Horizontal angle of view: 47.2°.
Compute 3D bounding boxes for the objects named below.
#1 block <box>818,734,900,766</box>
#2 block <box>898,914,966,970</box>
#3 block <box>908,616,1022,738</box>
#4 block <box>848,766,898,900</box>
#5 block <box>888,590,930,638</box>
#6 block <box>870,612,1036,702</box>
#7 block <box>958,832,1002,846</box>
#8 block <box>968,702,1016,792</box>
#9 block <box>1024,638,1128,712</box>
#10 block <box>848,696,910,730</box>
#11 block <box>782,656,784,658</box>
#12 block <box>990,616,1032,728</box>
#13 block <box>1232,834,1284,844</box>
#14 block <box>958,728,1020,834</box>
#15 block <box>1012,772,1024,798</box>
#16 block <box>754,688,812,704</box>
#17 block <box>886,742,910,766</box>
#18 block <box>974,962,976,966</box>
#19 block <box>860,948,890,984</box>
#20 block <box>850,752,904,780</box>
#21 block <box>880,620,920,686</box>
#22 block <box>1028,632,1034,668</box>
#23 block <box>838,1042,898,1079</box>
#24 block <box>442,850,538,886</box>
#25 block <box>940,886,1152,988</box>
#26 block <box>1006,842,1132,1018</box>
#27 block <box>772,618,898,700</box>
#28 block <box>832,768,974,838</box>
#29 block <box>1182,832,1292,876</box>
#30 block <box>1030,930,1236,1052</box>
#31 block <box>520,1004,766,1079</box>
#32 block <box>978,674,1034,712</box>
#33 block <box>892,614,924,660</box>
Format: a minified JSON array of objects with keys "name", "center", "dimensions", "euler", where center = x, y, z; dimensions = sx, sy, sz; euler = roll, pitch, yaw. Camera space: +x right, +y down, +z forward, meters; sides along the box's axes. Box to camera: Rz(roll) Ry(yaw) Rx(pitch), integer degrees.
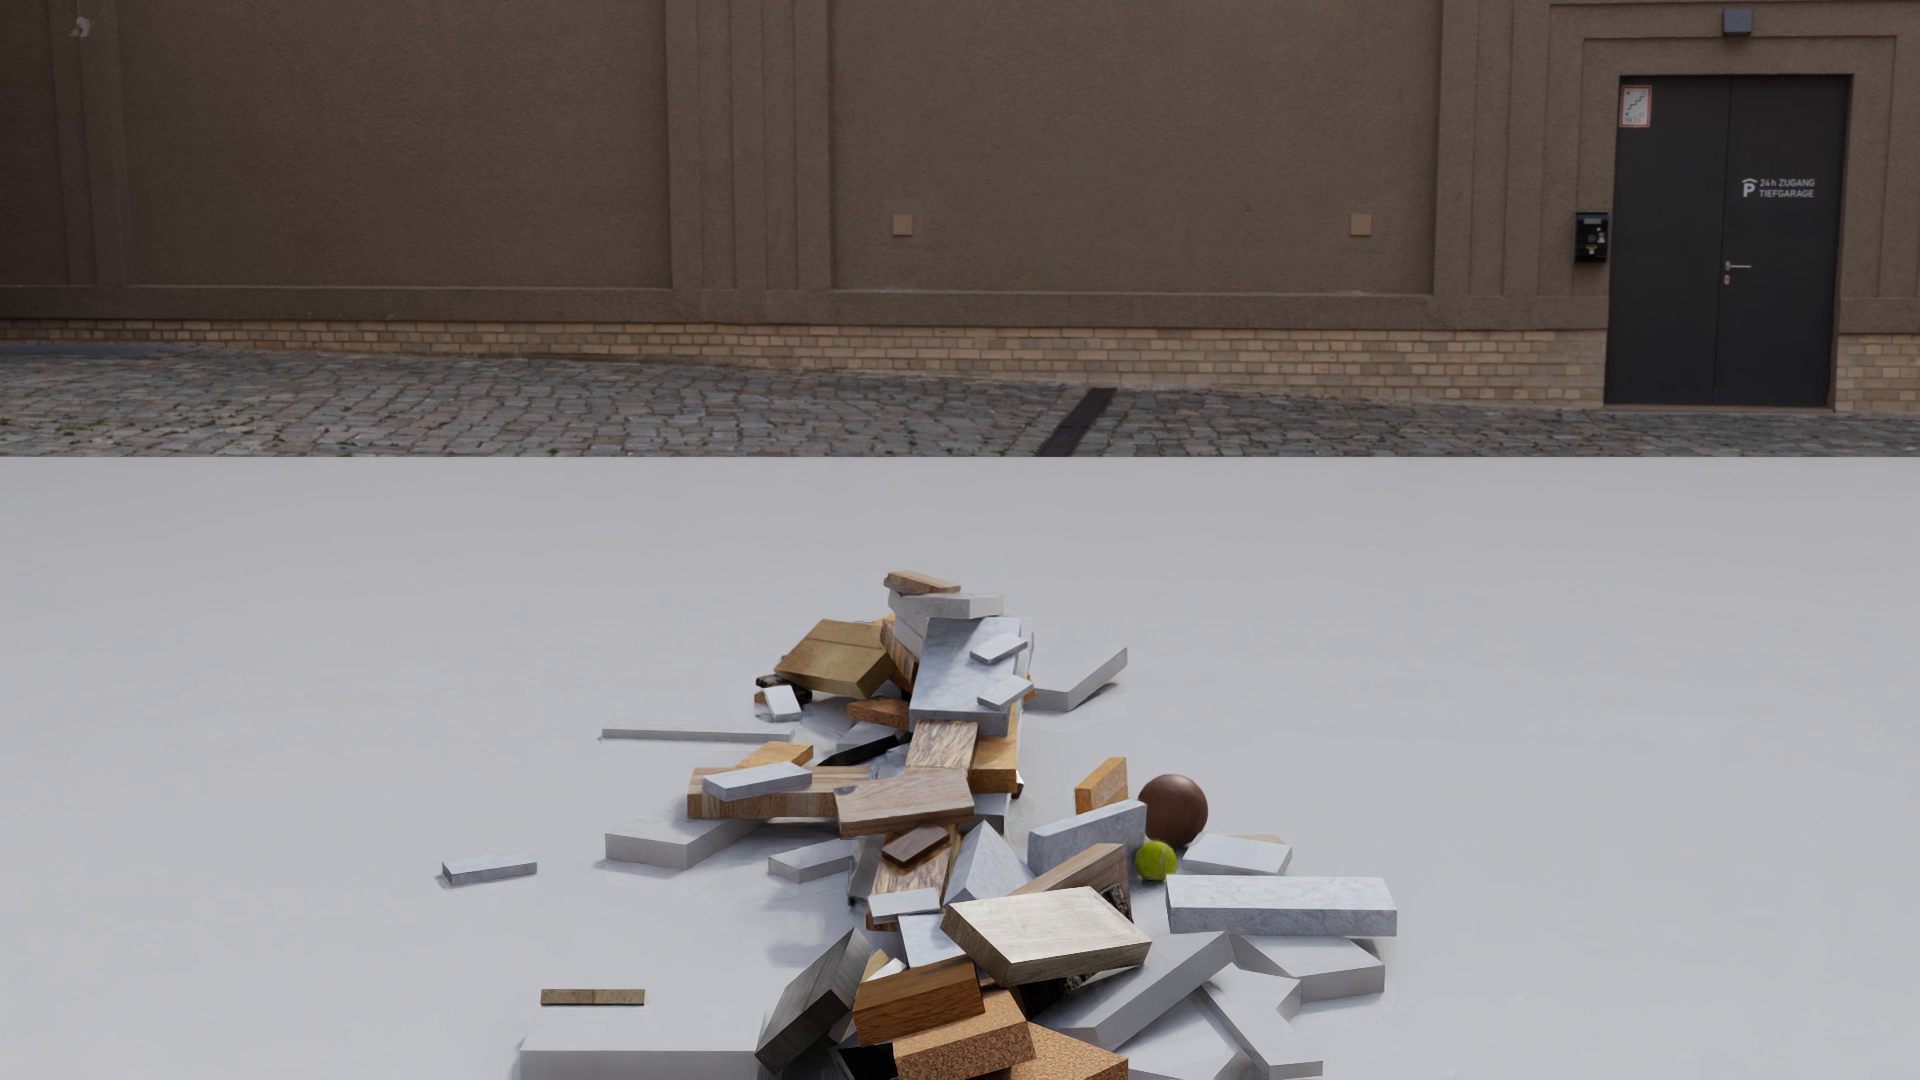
[{"name":"block","center":[-0.212,0.432,4.313],"dimensions":[0.094,0.027,0.188],"euler":[-35,-14,37]},{"name":"block","center":[-0.037,0.598,3.227],"dimensions":[0.091,0.026,0.182],"euler":[-2,14,-7]},{"name":"block","center":[0.013,0.240,3.957],"dimensions":[0.170,0.048,0.340],"euler":[2,27,5]},{"name":"block","center":[-0.146,0.494,3.737],"dimensions":[0.036,0.126,0.253],"euler":[18,18,-5]},{"name":"block","center":[-0.032,0.157,4.517],"dimensions":[0.151,0.043,0.302],"euler":[5,11,-19]},{"name":"block","center":[-0.051,0.269,4.762],"dimensions":[0.171,0.048,0.623],"euler":[-25,21,-17]},{"name":"block","center":[0.002,0.526,3.686],"dimensions":[0.139,0.040,0.279],"euler":[0,27,1]},{"name":"block","center":[0.014,0.332,3.883],"dimensions":[0.170,0.048,0.340],"euler":[0,27,1]},{"name":"block","center":[0.240,0.304,4.985],"dimensions":[0.163,0.046,0.327],"euler":[5,18,27]},{"name":"block","center":[-0.131,0.366,4.645],"dimensions":[0.200,0.028,0.100],"euler":[8,14,40]},{"name":"block","center":[-0.385,0.295,5.214],"dimensions":[0.059,0.017,0.119],"euler":[-2,11,-11]},{"name":"block","center":[0.038,0.257,4.120],"dimensions":[0.170,0.048,0.340],"euler":[3,33,5]},{"name":"block","center":[0.499,0.541,3.878],"dimensions":[0.139,0.020,0.070],"euler":[-2,11,-10]},{"name":"block","center":[0.022,0.413,3.821],"dimensions":[0.140,0.040,0.279],"euler":[3,27,7]},{"name":"block","center":[0.021,0.410,4.251],"dimensions":[0.123,0.035,0.247],"euler":[6,28,-25]},{"name":"block","center":[-0.396,0.344,4.940],"dimensions":[0.069,0.020,0.139],"euler":[5,12,26]},{"name":"block","center":[-0.050,0.412,4.306],"dimensions":[0.088,0.025,0.176],"euler":[9,14,41]},{"name":"block","center":[-0.028,0.637,3.263],"dimensions":[0.091,0.026,0.182],"euler":[1,1,4]},{"name":"block","center":[-0.158,0.646,3.183],"dimensions":[0.075,0.021,0.149],"euler":[-42,-3,19]},{"name":"block","center":[-0.131,0.462,4.230],"dimensions":[0.162,0.046,0.324],"euler":[8,13,37]},{"name":"block","center":[-0.049,0.238,4.558],"dimensions":[0.171,0.048,0.341],"euler":[6,11,-14]},{"name":"block","center":[0.036,0.294,4.146],"dimensions":[0.151,0.043,0.380],"euler":[5,34,9]},{"name":"block","center":[-0.108,0.716,2.933],"dimensions":[0.077,0.022,0.155],"euler":[-3,11,-16]},{"name":"block","center":[-0.806,0.561,3.768],"dimensions":[0.146,0.021,0.073],"euler":[-5,12,-25]},{"name":"block","center":[0.121,0.546,3.042],"dimensions":[0.277,0.039,0.139],"euler":[2,26,-43]},{"name":"block","center":[0.157,0.577,3.278],"dimensions":[0.047,0.164,0.329],"euler":[-2,8,33]},{"name":"block","center":[-0.256,0.261,4.862],"dimensions":[0.171,0.048,0.341],"euler":[-46,27,-25]},{"name":"block","center":[-0.092,0.425,3.556],"dimensions":[0.215,0.030,0.108],"euler":[-6,29,-8]},{"name":"block","center":[0.477,0.546,3.777],"dimensions":[0.169,0.024,0.085],"euler":[5,28,26]},{"name":"block","center":[0.235,0.632,3.064],"dimensions":[0.150,0.043,0.301],"euler":[-16,6,46]},{"name":"block","center":[-0.429,0.689,3.015],"dimensions":[0.314,0.044,0.157],"euler":[0,11,0]},{"name":"block","center":[0.080,0.267,3.835],"dimensions":[0.049,0.014,0.098],"euler":[20,33,34]},{"name":"block","center":[-0.020,0.215,4.452],"dimensions":[0.151,0.043,0.302],"euler":[5,11,-19]}]
